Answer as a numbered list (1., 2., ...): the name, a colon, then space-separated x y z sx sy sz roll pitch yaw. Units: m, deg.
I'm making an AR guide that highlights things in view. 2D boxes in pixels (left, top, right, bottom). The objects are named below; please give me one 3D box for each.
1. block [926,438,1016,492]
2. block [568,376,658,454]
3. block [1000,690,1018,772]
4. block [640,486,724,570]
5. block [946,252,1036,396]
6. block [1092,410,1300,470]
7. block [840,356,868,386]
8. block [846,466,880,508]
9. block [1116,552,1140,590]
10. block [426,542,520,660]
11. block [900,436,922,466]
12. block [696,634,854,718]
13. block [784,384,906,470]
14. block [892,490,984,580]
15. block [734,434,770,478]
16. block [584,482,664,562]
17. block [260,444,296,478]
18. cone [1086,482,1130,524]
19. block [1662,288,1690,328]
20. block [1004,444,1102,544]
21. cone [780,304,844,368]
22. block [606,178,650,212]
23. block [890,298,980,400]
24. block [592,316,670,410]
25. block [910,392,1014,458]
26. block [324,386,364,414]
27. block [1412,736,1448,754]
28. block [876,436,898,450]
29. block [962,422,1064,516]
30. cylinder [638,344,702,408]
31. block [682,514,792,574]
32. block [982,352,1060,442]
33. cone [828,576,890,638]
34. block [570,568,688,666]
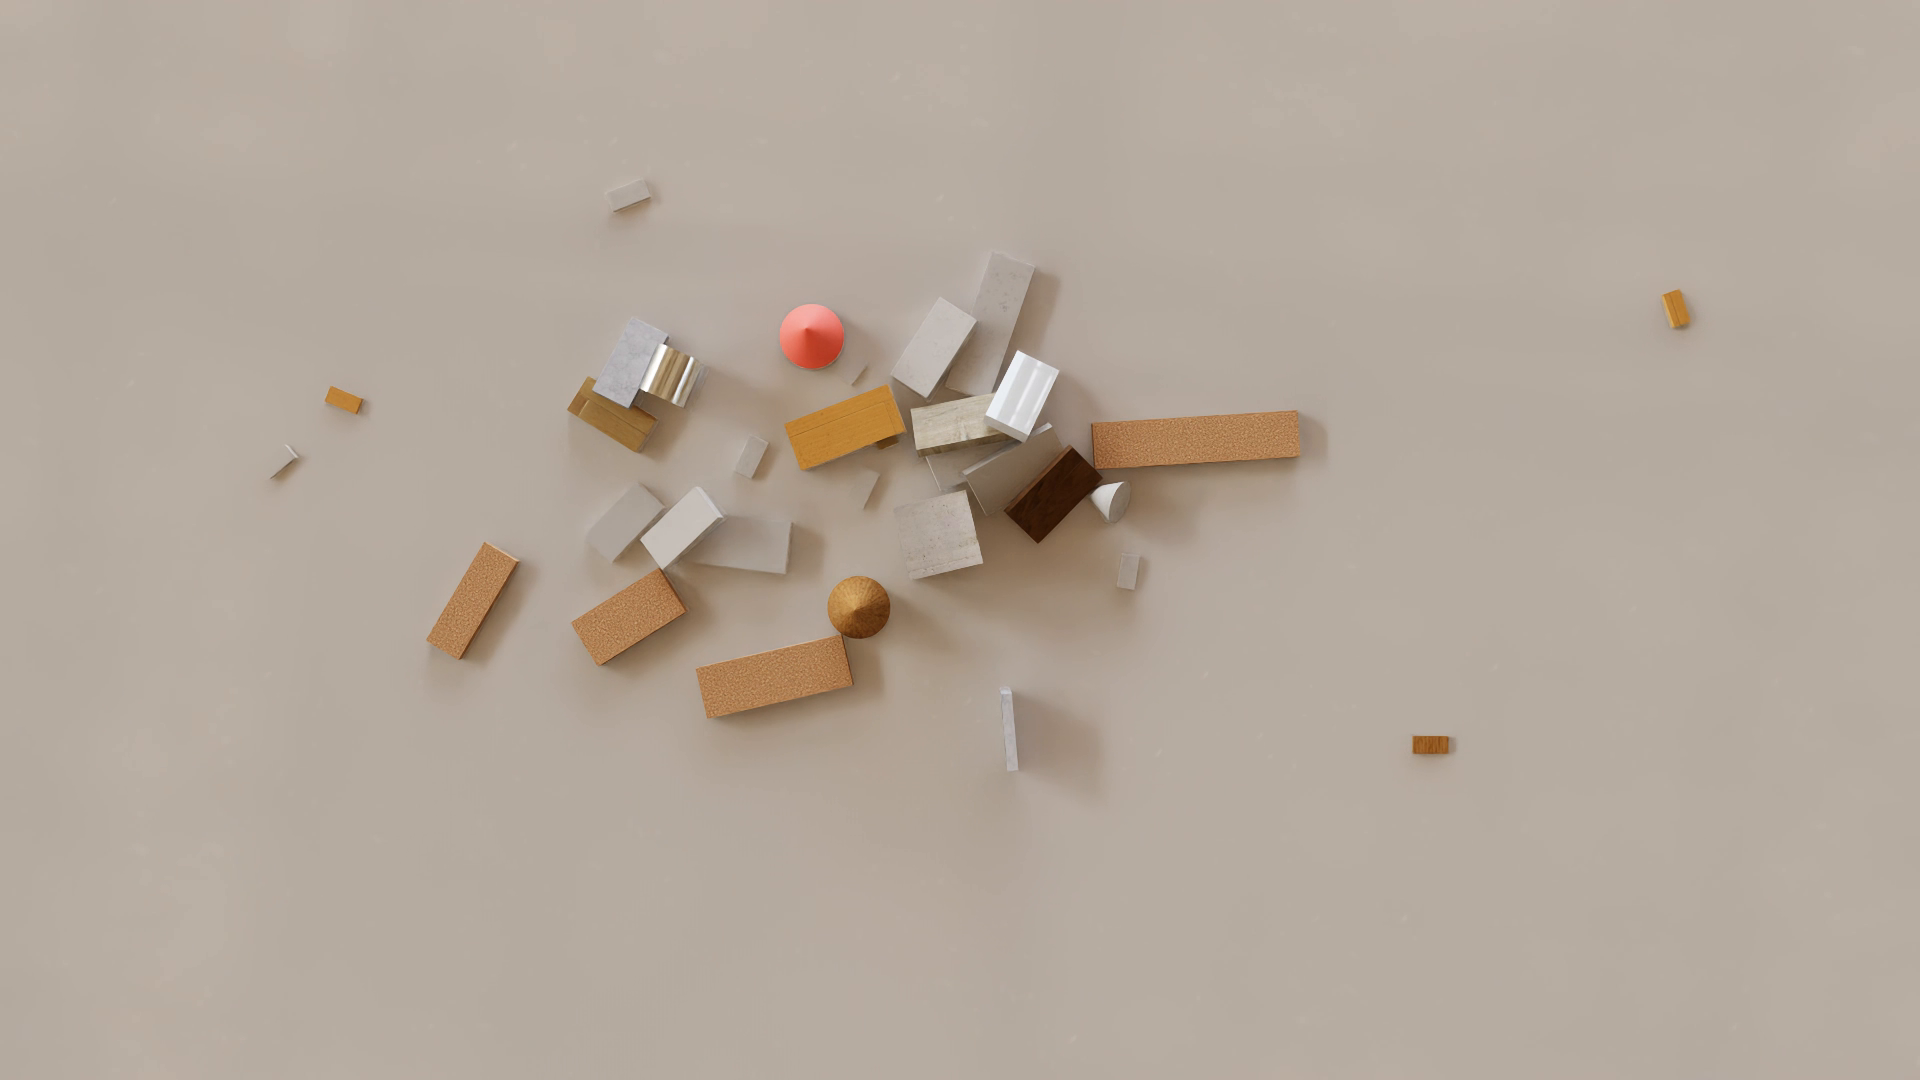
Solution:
1. block: 0.045 -0.292 5.456 0.304 0.043 0.152 -23 98 -4
2. block: -1.154 -0.417 5.481 0.266 0.038 0.133 32 90 0
3. block: 0.162 0.626 5.437 0.036 0.126 0.252 -5 90 0
4. block: -0.918 -0.038 5.435 0.266 0.038 0.133 -42 75 13
5. block: 0.100 -0.709 5.478 0.152 0.043 0.470 19 90 0
6. block: 0.782 -0.332 5.478 0.680 0.043 0.153 -4 90 0
7. block: -0.353 -0.564 5.494 0.045 0.013 0.091 37 90 0
8. block: -0.325 -0.176 5.491 0.067 0.019 0.133 26 90 0
9. block: 0.561 0.104 5.492 0.058 0.016 0.115 9 90 0
10. block: -1.620 0.202 5.482 0.126 0.036 0.379 31 90 0
11. block: -0.163 -0.298 5.494 0.045 0.013 0.091 -27 90 0
12. block: -0.614 0.452 5.476 0.494 0.048 0.171 -13 90 0
13. block: -0.379 -0.372 5.453 0.370 0.046 0.163 -20 90 7
14. block: -0.071 -0.015 5.380 0.240 0.240 0.240 -14 90 0
15. block: -0.695 -0.278 5.491 0.067 0.019 0.133 26 90 0
16. block: -1.116 -0.059 5.482 0.126 0.036 0.252 44 90 0
17. block: -2.271 -0.261 5.492 0.112 0.016 0.056 -40 90 0
18. cone: 0.465 -0.147 5.467 0.147 0.147 0.147 21 90 27
19. block: 2.384 -0.772 5.492 0.058 0.016 0.115 -19 90 0
20. block: 0.309 -0.151 5.443 0.307 0.043 0.153 -45 110 4
21. cone: -0.493 -0.677 5.373 0.214 0.214 0.214 0 90 0
22. block: -1.105 -1.147 5.491 0.133 0.019 0.067 -22 90 0
23. block: -0.083 -0.633 5.453 0.152 0.043 0.304 34 93 13
24. block: -1.090 -0.584 5.460 0.133 0.038 0.280 27 81 -1
25. block: 0.011 -0.381 5.410 0.327 0.046 0.163 -11 60 4
26. block: -2.052 -0.466 5.492 0.112 0.016 0.056 22 90 0
27. block: 1.566 0.681 5.492 0.115 0.016 0.058 0 90 0
28. block: -0.262 -0.379 5.490 0.072 0.021 0.145 -21 90 0
29. block: 0.190 -0.234 5.442 0.327 0.046 0.163 -29 114 -1
30. cylinder: -0.951 -0.541 5.420 0.160 0.160 0.160 24 90 0
31. block: -0.740 0.006 5.476 0.342 0.048 0.171 7 90 0
32. block: 0.200 -0.470 5.394 0.153 0.043 0.307 26 55 0
33. cone: -0.337 0.225 5.395 0.210 0.210 0.210 0 90 0
34. block: -1.098 0.255 5.476 0.342 0.048 0.171 -32 90 0
